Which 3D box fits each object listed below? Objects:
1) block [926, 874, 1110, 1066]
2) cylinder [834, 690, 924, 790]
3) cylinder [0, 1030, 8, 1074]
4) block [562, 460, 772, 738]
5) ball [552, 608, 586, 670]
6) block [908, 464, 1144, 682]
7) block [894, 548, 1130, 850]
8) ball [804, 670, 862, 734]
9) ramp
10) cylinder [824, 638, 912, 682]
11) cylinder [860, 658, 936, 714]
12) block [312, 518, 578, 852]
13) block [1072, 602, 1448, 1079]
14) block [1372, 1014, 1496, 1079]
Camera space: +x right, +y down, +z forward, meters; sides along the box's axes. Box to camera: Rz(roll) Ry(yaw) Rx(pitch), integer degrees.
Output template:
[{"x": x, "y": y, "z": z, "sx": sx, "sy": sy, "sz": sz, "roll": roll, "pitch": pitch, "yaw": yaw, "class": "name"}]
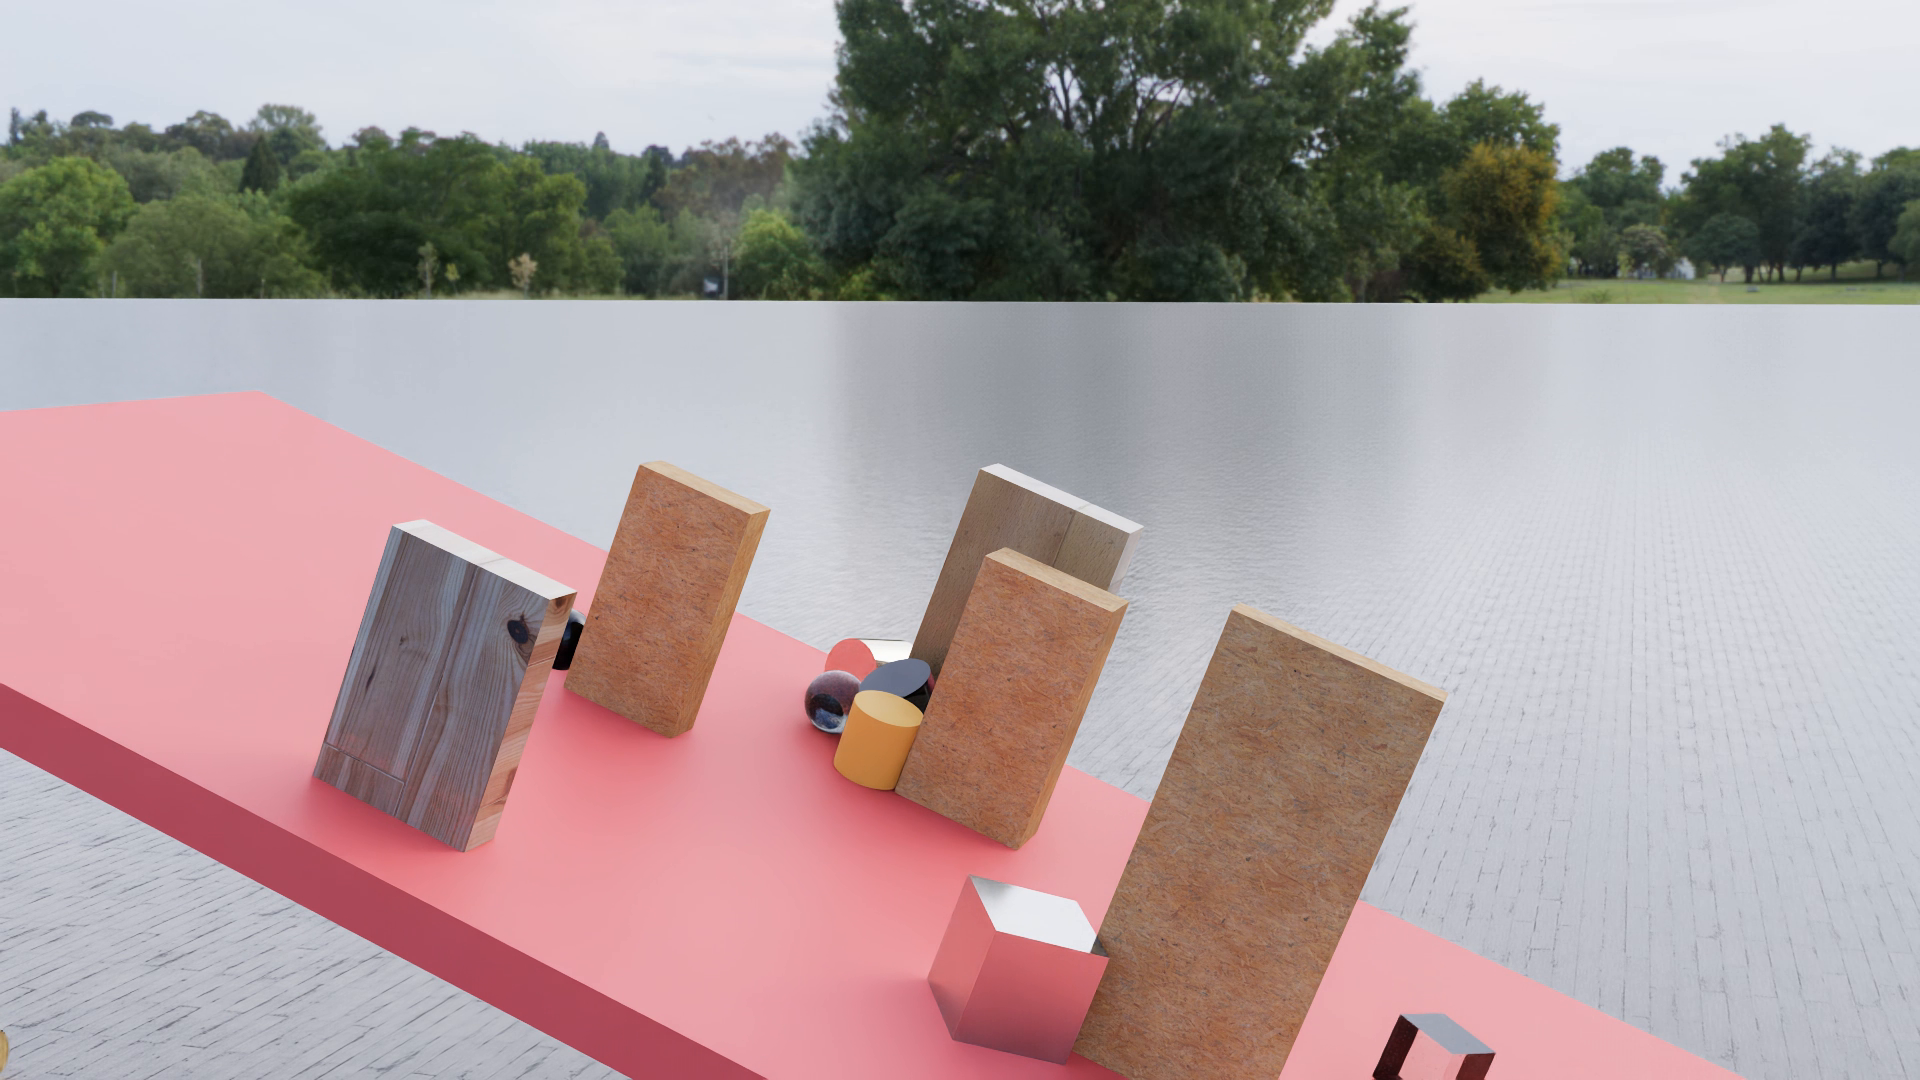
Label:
[{"x": 0.092, "y": 0.701, "z": 3.596, "sx": 0.200, "sy": 0.200, "sz": 0.200, "roll": 17, "pitch": 13, "yaw": -18, "class": "block"}, {"x": -0.167, "y": 0.408, "z": 4.495, "sx": 0.148, "sy": 0.148, "sz": 0.148, "roll": 17, "pitch": 19, "yaw": -6, "class": "cylinder"}, {"x": -2.276, "y": 1.186, "z": 5.073, "sx": 0.110, "sy": 0.110, "sz": 0.110, "roll": 0, "pitch": 7, "yaw": 4, "class": "cylinder"}, {"x": -0.579, "y": 0.116, "z": 4.334, "sx": 0.249, "sy": 0.481, "sz": 0.104, "roll": 24, "pitch": 13, "yaw": 13, "class": "block"}, {"x": -0.800, "y": 0.200, "z": 4.439, "sx": 0.128, "sy": 0.128, "sz": 0.128, "roll": 0, "pitch": 7, "yaw": 0, "class": "ball"}, {"x": 0.109, "y": 0.198, "z": 4.744, "sx": 0.349, "sy": 0.631, "sz": 0.138, "roll": 24, "pitch": 13, "yaw": 13, "class": "block"}, {"x": 0.104, "y": 0.319, "z": 4.463, "sx": 0.280, "sy": 0.529, "sz": 0.150, "roll": 24, "pitch": 13, "yaw": 13, "class": "block"}, {"x": -0.264, "y": 0.344, "z": 4.676, "sx": 0.136, "sy": 0.136, "sz": 0.136, "roll": 0, "pitch": 7, "yaw": 0, "class": "ball"}, {"x": -0.316, "y": 0.566, "z": 4.200, "sx": 4.000, "sy": 0.100, "sz": 2.000, "roll": 24, "pitch": 13, "yaw": 13, "class": "ramp"}, {"x": -0.191, "y": 0.301, "z": 4.915, "sx": 0.160, "sy": 0.160, "sz": 0.160, "roll": 6, "pitch": 0, "yaw": 40, "class": "cylinder"}, {"x": -0.114, "y": 0.360, "z": 4.650, "sx": 0.157, "sy": 0.157, "sz": 0.157, "roll": -15, "pitch": 27, "yaw": 8, "class": "cylinder"}, {"x": -0.829, "y": 0.232, "z": 3.530, "sx": 0.294, "sy": 0.445, "sz": 0.094, "roll": 24, "pitch": 13, "yaw": 13, "class": "block"}, {"x": 0.460, "y": 0.533, "z": 3.539, "sx": 0.356, "sy": 0.787, "sz": 0.081, "roll": 24, "pitch": 13, "yaw": 13, "class": "block"}, {"x": 0.852, "y": 0.944, "z": 3.955, "sx": 0.130, "sy": 0.130, "sz": 0.130, "roll": 10, "pitch": 17, "yaw": -41, "class": "block"}]
